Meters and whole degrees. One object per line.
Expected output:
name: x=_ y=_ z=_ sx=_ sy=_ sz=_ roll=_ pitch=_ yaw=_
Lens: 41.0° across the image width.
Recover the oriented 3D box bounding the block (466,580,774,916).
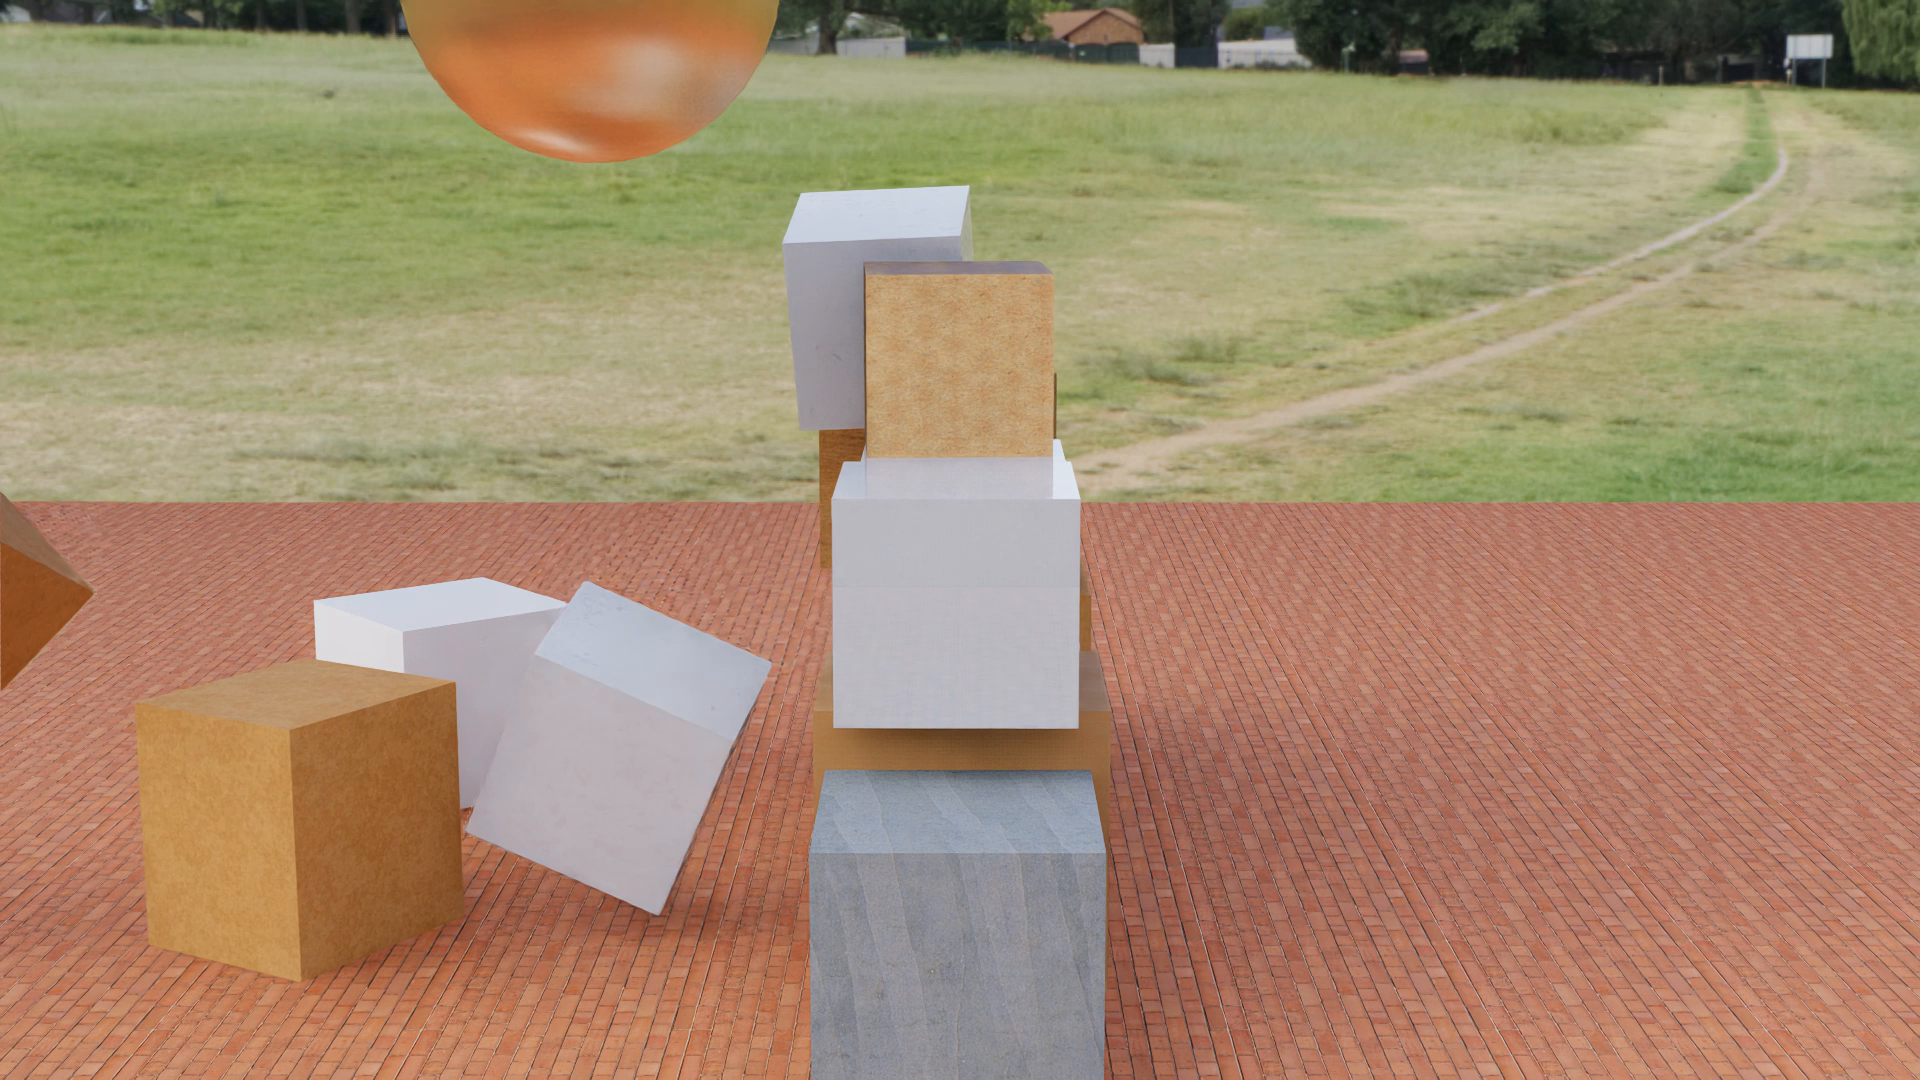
block: x=-1.380 y=0.839 z=10.459 sx=0.849 sy=0.881 sz=0.717 roll=24 pitch=24 yaw=-1

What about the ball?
ball: x=-1.546 y=-2.385 z=10.747 sx=1.600 sy=1.600 sz=1.600 roll=0 pitch=10 yaw=0

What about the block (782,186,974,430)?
block: x=-0.346 y=-1.082 z=11.907 sx=0.795 sy=0.899 sz=0.770 roll=-2 pitch=24 yaw=4

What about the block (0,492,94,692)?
block: x=-4.005 y=0.120 z=9.903 sx=0.766 sy=0.705 sz=0.741 roll=41 pitch=-5 yaw=22

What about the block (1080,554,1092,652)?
block: x=0.017 y=0.716 z=12.435 sx=1.174 sy=1.142 sz=1.138 roll=0 pitch=10 yaw=0

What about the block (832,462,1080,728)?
block: x=-0.012 y=0.192 z=9.855 sx=0.905 sy=0.859 sz=0.913 roll=0 pitch=10 yaw=0

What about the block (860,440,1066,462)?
block: x=0.013 y=0.034 z=10.799 sx=0.846 sy=0.784 sz=0.998 roll=0 pitch=10 yaw=0

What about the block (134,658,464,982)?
block: x=-2.704 y=1.120 z=10.564 sx=0.860 sy=1.017 sz=0.937 roll=6 pitch=12 yaw=31

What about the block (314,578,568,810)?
block: x=-2.557 y=0.763 z=12.810 sx=0.949 sy=0.916 sz=0.940 roll=-8 pitch=13 yaw=-39

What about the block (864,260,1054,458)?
block: x=-0.018 y=-0.786 z=10.994 sx=0.776 sy=0.761 sz=0.759 roll=-1 pitch=10 yaw=-3

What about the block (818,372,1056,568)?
block: x=-0.096 y=-0.352 z=12.649 sx=0.971 sy=0.882 sz=0.875 roll=3 pitch=11 yaw=15

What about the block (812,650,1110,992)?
block: x=0.008 y=1.108 z=10.347 sx=1.131 sy=1.119 sz=1.029 roll=0 pitch=10 yaw=0

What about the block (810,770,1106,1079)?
block: x=-0.008 y=1.409 z=9.324 sx=1.011 sy=0.892 sz=1.065 roll=0 pitch=10 yaw=0
